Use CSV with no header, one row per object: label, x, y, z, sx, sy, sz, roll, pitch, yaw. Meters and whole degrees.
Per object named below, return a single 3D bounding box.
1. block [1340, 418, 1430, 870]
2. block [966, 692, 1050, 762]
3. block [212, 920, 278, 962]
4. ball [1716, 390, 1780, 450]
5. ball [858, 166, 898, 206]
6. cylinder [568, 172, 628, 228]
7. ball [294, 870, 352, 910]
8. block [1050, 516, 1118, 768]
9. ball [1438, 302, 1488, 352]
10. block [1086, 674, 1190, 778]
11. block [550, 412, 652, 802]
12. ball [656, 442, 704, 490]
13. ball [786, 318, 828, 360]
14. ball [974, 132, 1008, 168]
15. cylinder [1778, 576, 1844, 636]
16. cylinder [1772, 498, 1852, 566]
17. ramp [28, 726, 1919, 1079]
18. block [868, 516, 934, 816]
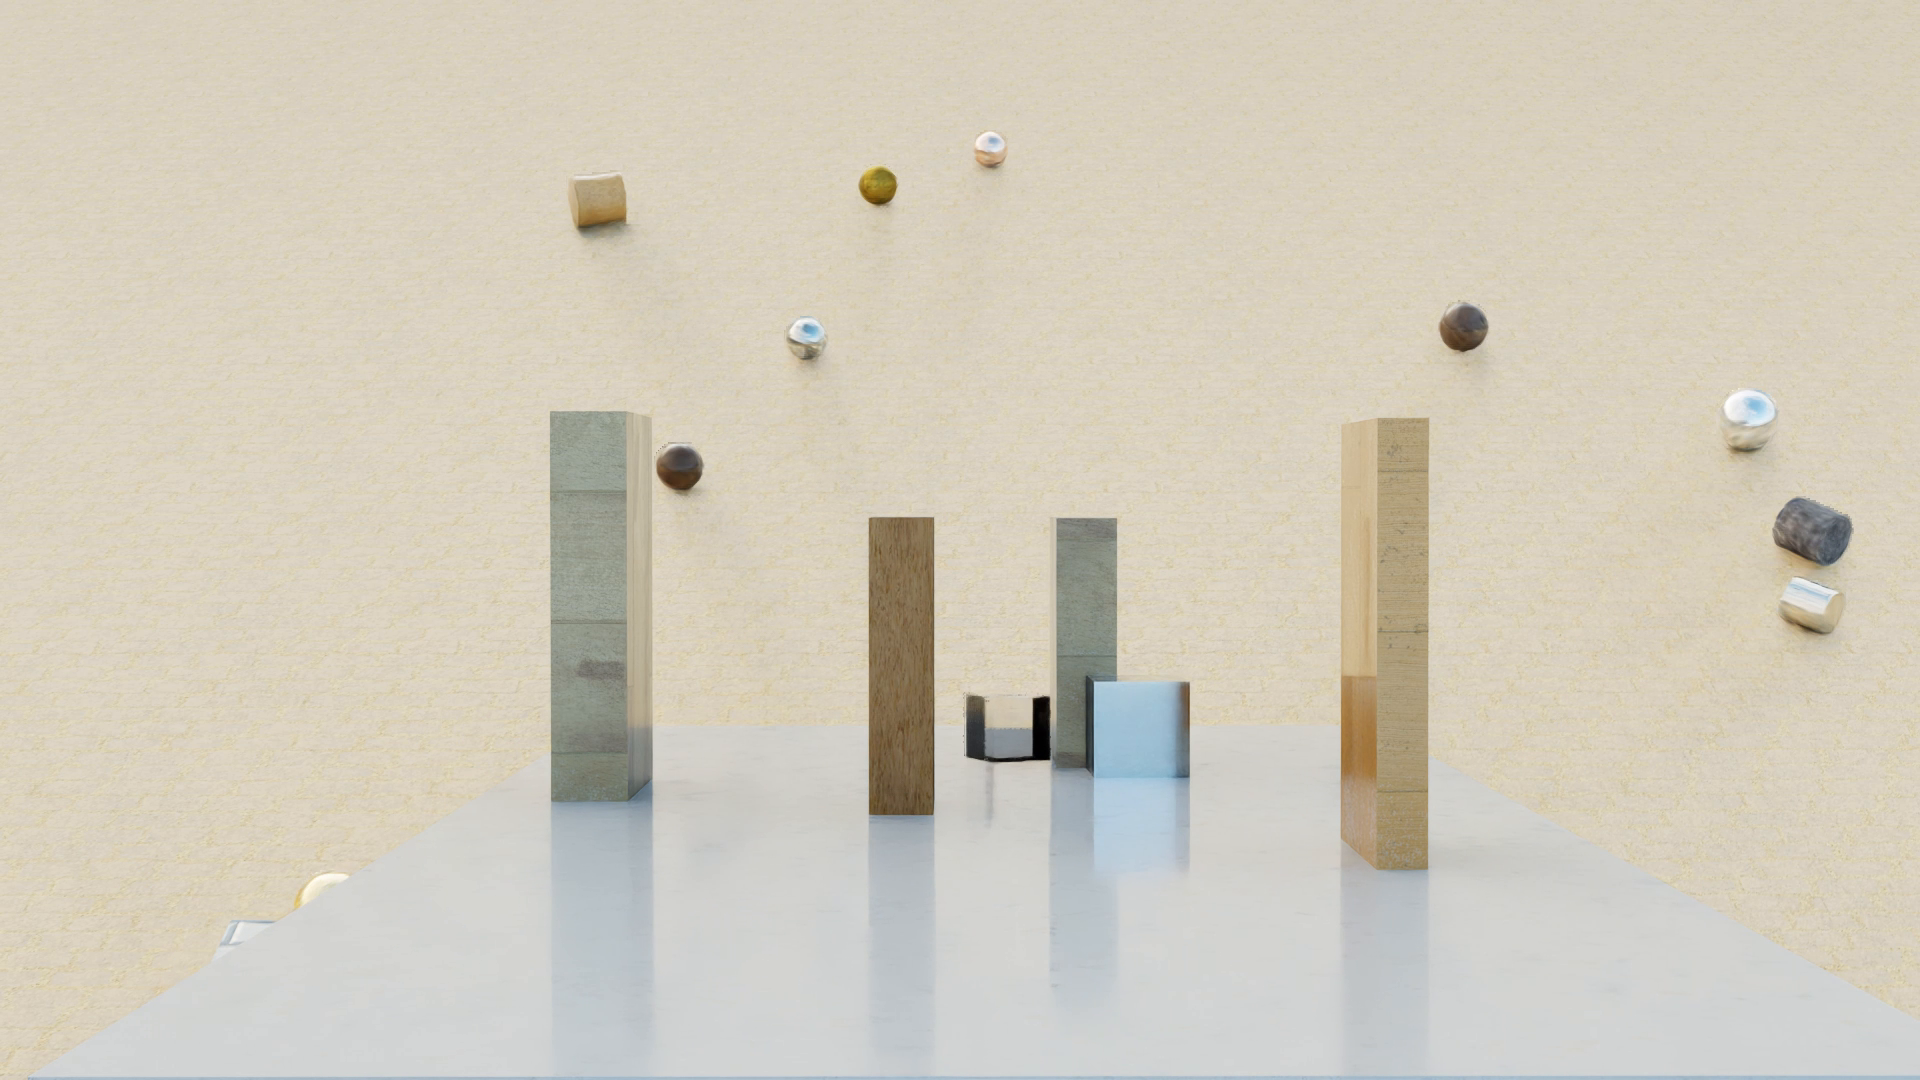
block,0.690,0.159,4.215,0.081,0.705,0.378,0,1,0
block,0.106,0.417,5.766,0.140,0.140,0.140,0,1,-26
block,-1.527,0.957,5.666,0.172,0.172,0.172,1,27,1
ball,2.513,-0.383,8.239,0.190,0.190,0.190,0,27,0
ball,-0.325,-1.409,10.263,0.155,0.155,0.155,0,27,0
cylinder,-1.411,-1.325,10.054,0.191,0.191,0.191,-11,29,-17
ball,-1.431,0.841,5.889,0.173,0.173,0.173,0,27,0
block,0.273,0.219,5.758,0.131,0.538,0.403,0,1,0
ball,1.746,-0.739,8.951,0.169,0.169,0.169,0,27,0
block,0.374,0.392,5.461,0.200,0.200,0.200,0,1,-2
block,-0.710,0.124,5.144,0.147,0.747,0.410,0,1,0
ball,-0.866,-0.226,7.983,0.147,0.147,0.147,0,27,0
ball,-0.526,-0.690,8.882,0.145,0.145,0.145,0,27,0
ball,0.126,-1.612,10.668,0.144,0.144,0.144,0,27,0
cylinder,2.378,0.184,7.209,0.127,0.127,0.127,-24,36,-39
cylinder,2.502,-0.025,7.581,0.156,0.156,0.156,-19,33,-32
ramp,0.062,0.556,4.594,2.000,0.100,4.000,0,1,0
block,-0.108,0.230,4.859,0.118,0.545,0.261,0,1,0
